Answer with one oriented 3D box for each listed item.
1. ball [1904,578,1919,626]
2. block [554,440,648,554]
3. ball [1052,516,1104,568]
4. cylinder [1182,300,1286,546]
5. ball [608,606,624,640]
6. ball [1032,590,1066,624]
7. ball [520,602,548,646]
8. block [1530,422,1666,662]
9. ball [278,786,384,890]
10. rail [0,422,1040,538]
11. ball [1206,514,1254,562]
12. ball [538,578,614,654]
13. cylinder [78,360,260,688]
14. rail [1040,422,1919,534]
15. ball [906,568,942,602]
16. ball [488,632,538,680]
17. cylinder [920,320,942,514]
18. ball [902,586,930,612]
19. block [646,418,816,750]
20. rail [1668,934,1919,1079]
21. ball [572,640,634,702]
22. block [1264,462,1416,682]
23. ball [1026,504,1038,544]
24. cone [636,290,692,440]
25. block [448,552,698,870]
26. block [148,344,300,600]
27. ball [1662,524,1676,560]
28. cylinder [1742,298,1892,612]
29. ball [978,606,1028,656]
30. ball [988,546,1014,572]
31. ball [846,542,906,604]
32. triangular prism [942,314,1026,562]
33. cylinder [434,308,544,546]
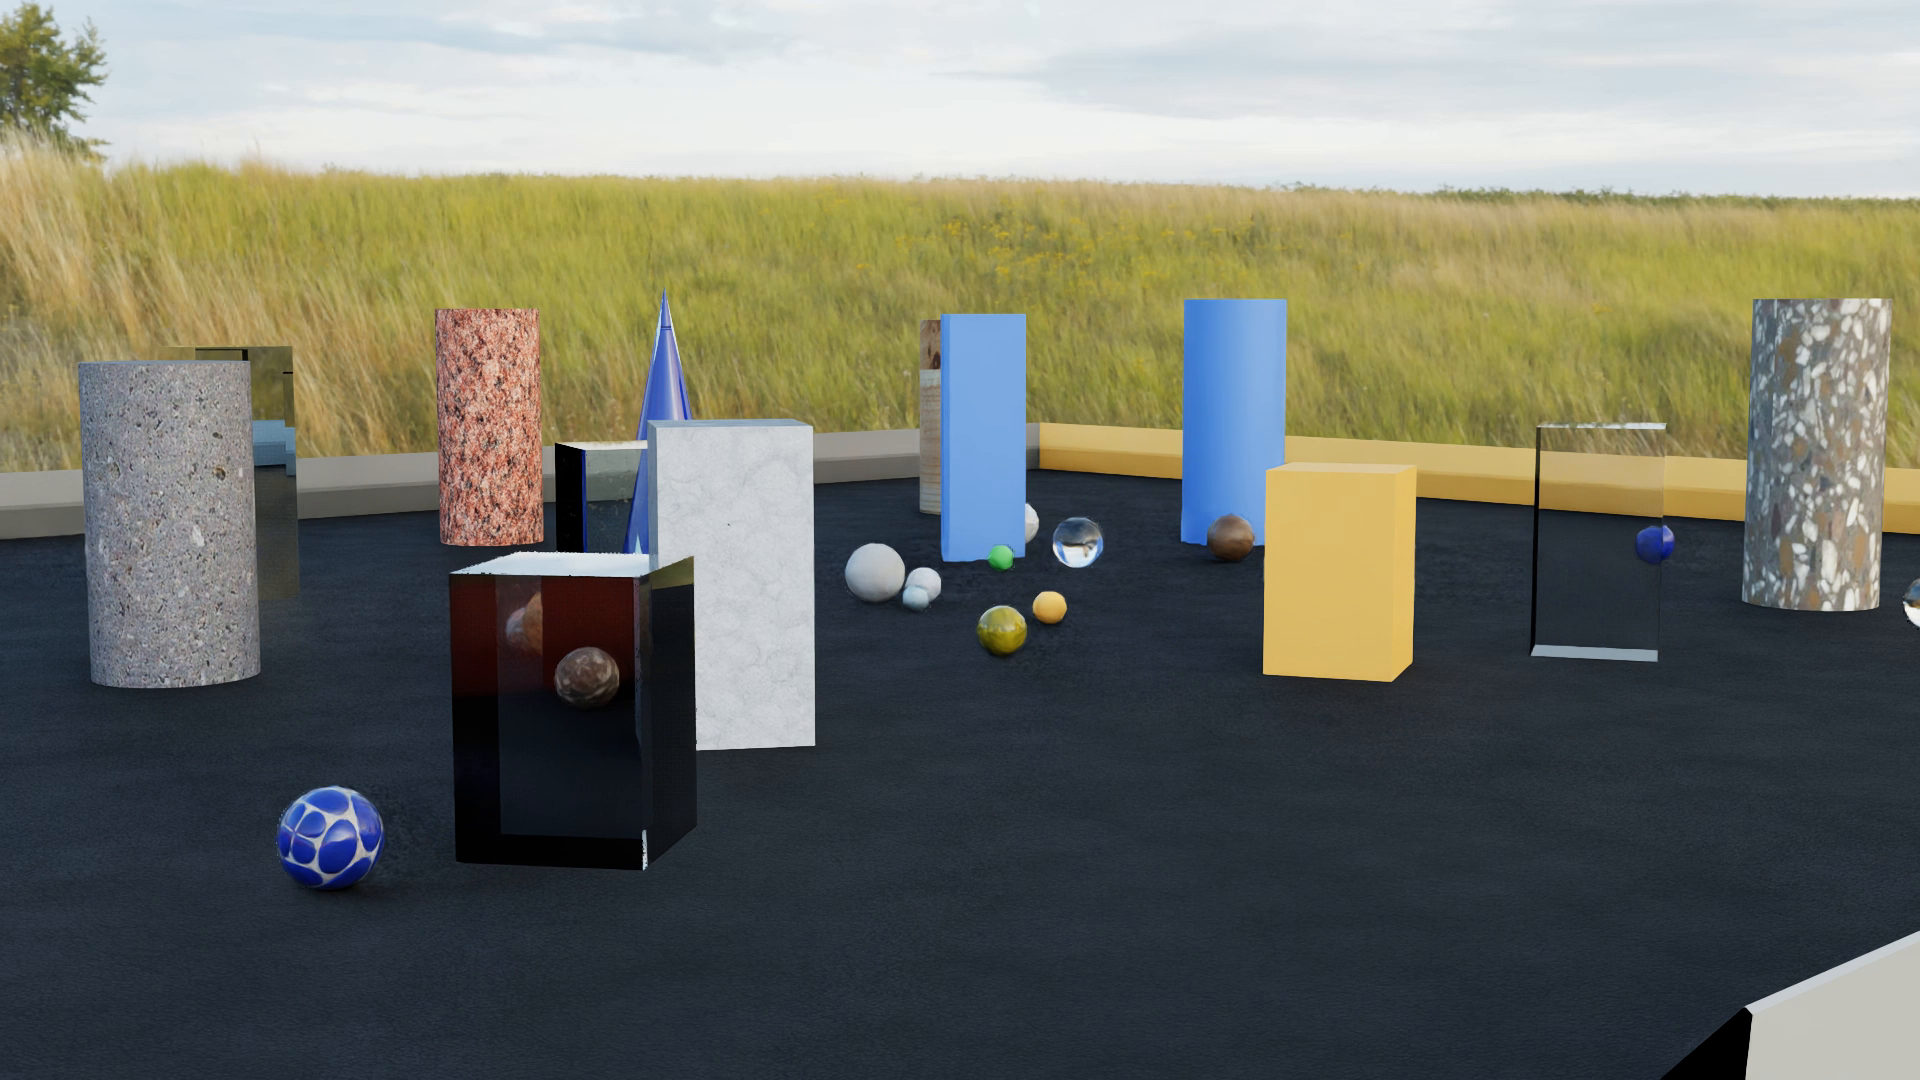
[{"bbox_3d":[1.356,0.087,3.061,0.078,0.078,0.078,0,6,0],"label":"ball"},{"bbox_3d":[-0.387,0.028,2.631,0.157,0.285,0.157,-3,6,-23],"label":"block"},{"bbox_3d":[0.204,0.004,3.806,0.089,0.089,0.089,0,6,0],"label":"ball"},{"bbox_3d":[0.527,-0.230,4.234,0.196,0.464,0.196,0,6,0],"label":"cylinder"},{"bbox_3d":[-0.477,0.111,2.926,0.058,0.058,0.058,0,6,0],"label":"ball"},{"bbox_3d":[0.127,0.096,3.123,0.048,0.048,0.048,0,6,0],"label":"ball"},{"bbox_3d":[-0.555,0.111,2.929,0.059,0.059,0.059,0,6,0],"label":"ball"},{"bbox_3d":[0.836,-0.003,2.876,0.157,0.295,0.157,2,6,18],"label":"block"},{"bbox_3d":[-0.484,0.230,1.695,0.079,0.079,0.079,0,6,0],"label":"ball"},{"bbox_3d":[-1.315,-0.115,4.749,4.233,0.127,0.045,-5,8,-42],"label":"rail"},{"bbox_3d":[0.479,-0.003,3.896,0.084,0.084,0.084,0,6,0],"label":"ball"},{"bbox_3d":[-0.497,0.099,2.852,0.098,0.098,0.098,0,6,0],"label":"ball"},{"bbox_3d":[-0.959,-0.025,2.675,0.196,0.382,0.196,0,6,0],"label":"cylinder"},{"bbox_3d":[1.538,-0.115,4.743,0.045,0.127,3.926,-5,8,-42],"label":"rail"},{"bbox_3d":[-0.055,0.069,3.350,0.055,0.055,0.055,0,6,0],"label":"ball"},{"bbox_3d":[-0.539,0.140,2.655,0.059,0.059,0.059,0,6,0],"label":"ball"},{"bbox_3d":[0.008,-0.274,4.859,0.196,0.423,0.196,0,6,0],"label":"cylinder"},{"bbox_3d":[-0.065,0.087,3.246,0.040,0.040,0.040,0,6,0],"label":"ball"},{"bbox_3d":[-0.241,0.042,2.299,0.157,0.327,0.157,-1,6,-11],"label":"block"},{"bbox_3d":[1.315,0.181,1.914,4.233,0.127,0.045,-5,8,-42],"label":"rail"},{"bbox_3d":[-0.407,0.149,2.510,0.071,0.071,0.071,0,6,0],"label":"ball"},{"bbox_3d":[0.473,0.035,2.730,0.157,0.251,0.157,2,6,20],"label":"block"},{"bbox_3d":[0.105,-0.031,4.152,0.087,0.087,0.087,0,6,0],"label":"ball"},{"bbox_3d":[-0.513,-0.199,3.841,0.196,0.486,0.196,0,6,0],"label":"cone"},{"bbox_3d":[-0.318,0.137,1.830,0.157,0.236,0.157,1,6,9],"label":"block"},{"bbox_3d":[-1.140,-0.105,3.409,0.157,0.389,0.157,-6,8,-44],"label":"block"},{"bbox_3d":[1.233,0.004,3.902,0.069,0.069,0.069,0,6,0],"label":"ball"},{"bbox_3d":[1.298,-0.134,3.336,0.196,0.461,0.196,0,6,0],"label":"cylinder"},{"bbox_3d":[0.055,0.117,2.842,0.065,0.065,0.065,0,6,0],"label":"ball"},{"bbox_3d":[0.070,0.031,3.761,0.044,0.044,0.044,0,6,0],"label":"ball"},{"bbox_3d":[-0.129,0.050,3.347,0.092,0.092,0.092,0,6,0],"label":"ball"},{"bbox_3d":[0.008,-0.189,3.978,0.170,0.437,0.147,-4,7,-33],"label":"triangular prism"},{"bbox_3d":[-0.906,-0.221,4.235,0.196,0.447,0.196,0,6,0],"label":"cylinder"}]
